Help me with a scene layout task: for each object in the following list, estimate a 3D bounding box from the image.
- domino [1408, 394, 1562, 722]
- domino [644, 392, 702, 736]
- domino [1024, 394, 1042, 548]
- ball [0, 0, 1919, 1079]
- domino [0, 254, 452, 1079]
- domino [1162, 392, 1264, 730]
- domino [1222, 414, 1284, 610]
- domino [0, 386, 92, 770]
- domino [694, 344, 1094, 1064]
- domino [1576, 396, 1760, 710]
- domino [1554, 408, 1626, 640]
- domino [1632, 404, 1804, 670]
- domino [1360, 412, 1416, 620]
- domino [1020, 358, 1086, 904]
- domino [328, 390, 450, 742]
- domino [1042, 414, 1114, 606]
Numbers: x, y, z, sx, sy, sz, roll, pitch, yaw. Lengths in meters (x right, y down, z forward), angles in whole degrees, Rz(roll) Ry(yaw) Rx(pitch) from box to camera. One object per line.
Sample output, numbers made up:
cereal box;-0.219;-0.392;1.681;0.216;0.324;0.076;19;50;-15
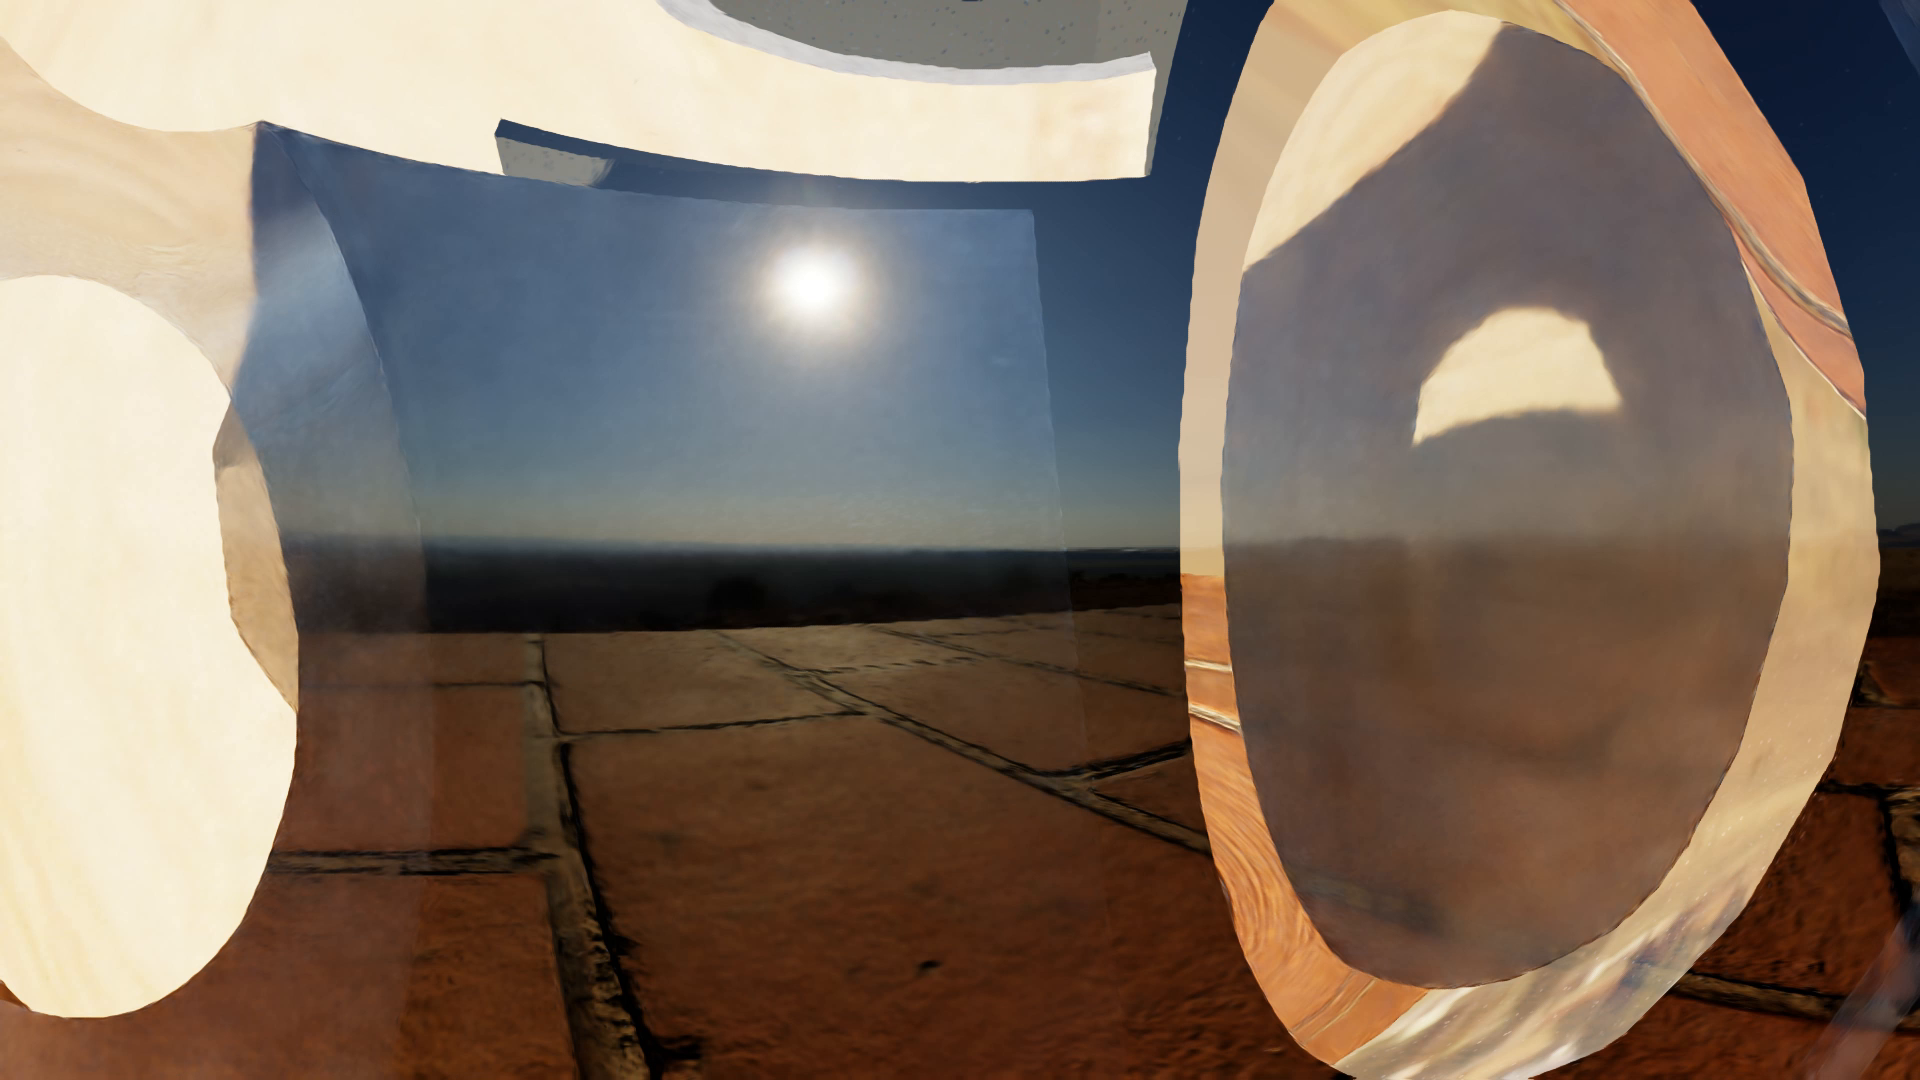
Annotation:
domino;0.084;0.002;0.208;0.010;0.050;0.025;-1;4;-11
domino;-0.042;0.003;0.198;0.009;0.050;0.025;0;4;-4
domino;0.000;0.002;0.201;0.025;0.050;0.009;0;4;0
ball;0.002;-0.001;0.053;0.080;0.080;0.080;0;4;0
domino;-0.050;0.009;0.082;0.009;0.050;0.025;3;-41;-50
domino;0.039;0.002;0.202;0.009;0.050;0.025;0;4;-3
domino;0.078;-0.008;0.342;0.009;0.050;0.025;2;5;28
domino;-0.128;0.004;0.179;0.010;0.050;0.025;-3;5;-33
domino;-0.006;0.010;0.095;0.025;0.050;0.010;-1;-18;-13
domino;0.119;0.001;0.217;0.009;0.050;0.025;-2;5;-23
domino;0.136;-0.004;0.287;0.025;0.050;0.009;-3;5;-31
domino;0.146;-0.001;0.247;0.025;0.050;0.009;1;4;11
domino;0.110;-0.006;0.319;0.009;0.050;0.025;4;6;42
domino;-0.001;0.009;0.120;0.025;0.050;0.009;0;4;5
domino;-0.086;0.003;0.194;0.010;0.050;0.025;-1;4;-9
domino;0.032;-0.009;0.348;0.010;0.050;0.025;-1;5;-19
